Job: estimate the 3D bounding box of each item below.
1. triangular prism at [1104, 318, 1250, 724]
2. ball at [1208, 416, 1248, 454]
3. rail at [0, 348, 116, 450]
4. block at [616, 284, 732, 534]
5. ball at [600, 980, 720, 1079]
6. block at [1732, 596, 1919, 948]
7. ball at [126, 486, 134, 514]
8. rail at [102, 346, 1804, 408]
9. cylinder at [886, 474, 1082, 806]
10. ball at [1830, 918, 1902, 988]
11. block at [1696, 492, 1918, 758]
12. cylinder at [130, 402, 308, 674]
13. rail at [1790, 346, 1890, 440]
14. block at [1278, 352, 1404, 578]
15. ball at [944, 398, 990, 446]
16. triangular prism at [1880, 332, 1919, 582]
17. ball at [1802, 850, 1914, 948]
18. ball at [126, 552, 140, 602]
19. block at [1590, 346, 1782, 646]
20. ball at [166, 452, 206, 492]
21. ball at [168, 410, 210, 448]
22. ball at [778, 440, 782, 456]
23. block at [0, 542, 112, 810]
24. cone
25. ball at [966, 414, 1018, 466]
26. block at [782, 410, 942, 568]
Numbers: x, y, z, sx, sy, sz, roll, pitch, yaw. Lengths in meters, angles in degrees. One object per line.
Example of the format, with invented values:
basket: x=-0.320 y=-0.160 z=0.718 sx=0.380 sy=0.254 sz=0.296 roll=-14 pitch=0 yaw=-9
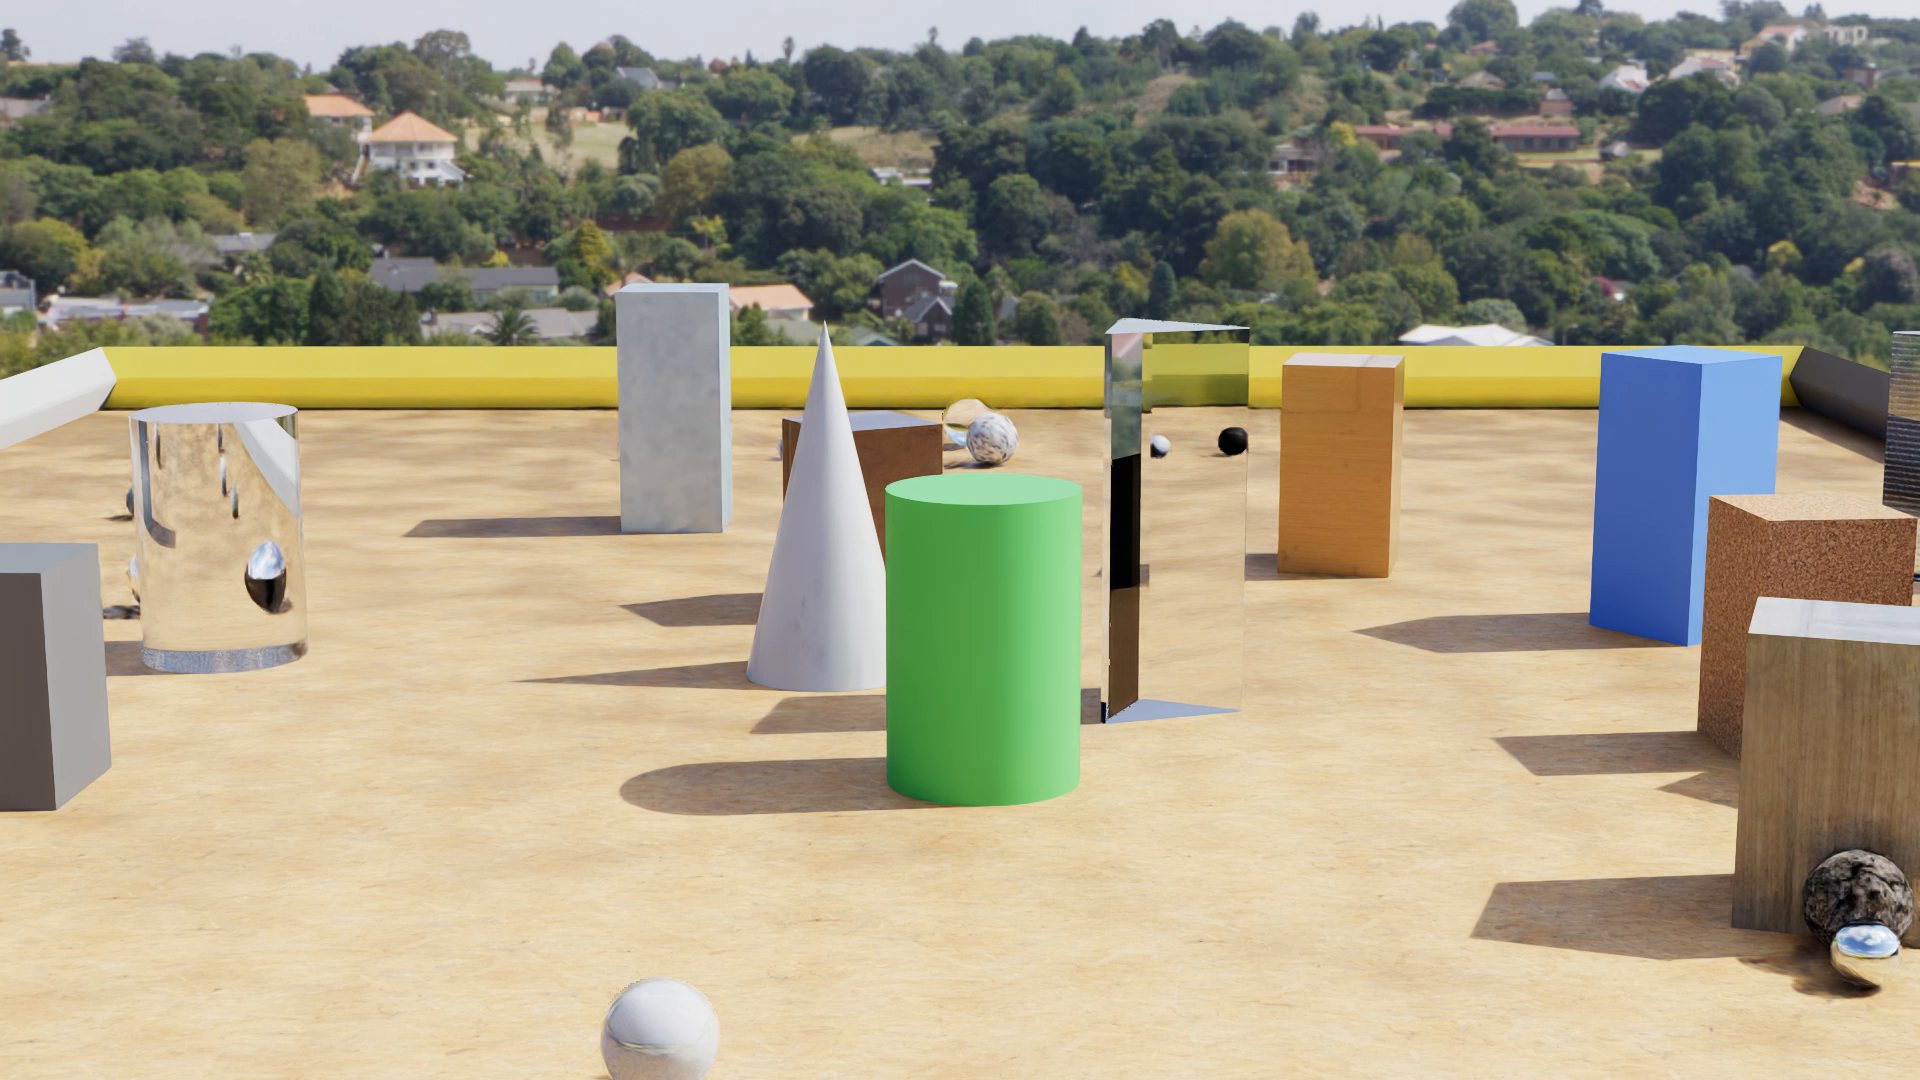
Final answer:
triangular prism: x=0.217 y=-0.028 z=2.937 sx=0.173 sy=0.438 sz=0.150 roll=-4 pitch=11 yaw=-20
ball: x=0.508 y=-0.199 z=4.867 sx=0.075 sy=0.075 sz=0.075 roll=0 pitch=10 yaw=0
rail: x=-1.812 y=0.035 z=3.438 sx=0.045 sy=0.130 sz=4.247 roll=0 pitch=10 yaw=0
block: x=-0.454 y=-0.213 z=4.097 sx=0.160 sy=0.380 sz=0.160 roll=0 pitch=10 yaw=1
ball: x=-0.214 y=0.356 z=1.830 sx=0.085 sy=0.085 sz=0.085 roll=0 pitch=10 yaw=0
block: x=0.763 y=0.196 z=2.221 sx=0.160 sy=0.258 sz=0.160 roll=4 pitch=11 yaw=20
ball: x=-1.332 y=-0.065 z=4.187 sx=0.057 sy=0.057 sz=0.057 roll=0 pitch=10 yaw=0
rail: x=-0.012 y=-0.348 z=5.513 sx=3.672 sy=0.130 sz=0.045 roll=0 pitch=10 yaw=0
cylinder: x=0.024 y=0.098 z=2.626 sx=0.200 sy=0.305 sz=0.200 roll=0 pitch=10 yaw=0
ball: x=0.725 y=0.330 z=2.052 sx=0.056 sy=0.056 sz=0.056 roll=0 pitch=10 yaw=0
block: x=0.905 y=0.094 z=2.754 sx=0.160 sy=0.265 sz=0.160 roll=-1 pitch=11 yaw=-6
cylinder: x=-0.918 y=-0.006 z=3.184 sx=0.200 sy=0.306 sz=0.200 roll=0 pitch=10 yaw=0
rail: x=1.812 y=0.032 z=3.459 sx=0.045 sy=0.130 sz=4.247 roll=0 pitch=10 yaw=0
block: x=0.560 y=-0.113 z=3.765 sx=0.160 sy=0.304 sz=0.160 roll=3 pitch=11 yaw=14
ball: x=0.017 y=-0.227 z=4.962 sx=0.094 sy=0.094 sz=0.094 roll=0 pitch=10 yaw=0
triangular prism: x=1.442 y=-0.120 z=3.673 sx=0.150 sy=0.353 sz=0.173 roll=-9 pitch=14 yaw=-41
ball: x=0.740 y=0.300 z=2.115 sx=0.088 sy=0.088 sz=0.088 roll=0 pitch=10 yaw=0
ball: x=-1.074 y=0.049 z=3.463 sx=0.096 sy=0.096 sz=0.096 roll=0 pitch=10 yaw=0
block: x=0.942 y=-0.062 z=3.336 sx=0.160 sy=0.360 sz=0.160 roll=-7 pitch=13 yaw=-35
ball: x=-1.340 y=-0.117 z=4.441 sx=0.067 sy=0.067 sz=0.067 roll=0 pitch=10 yaw=0
ball: x=-1.485 y=-0.214 z=4.944 sx=0.076 sy=0.076 sz=0.076 roll=0 pitch=10 yaw=0
ball: x=-0.321 y=-0.172 z=4.807 sx=0.043 sy=0.043 sz=0.043 roll=0 pitch=10 yaw=0
block: x=-0.974 y=0.135 z=2.600 sx=0.160 sy=0.240 sz=0.160 roll=0 pitch=10 yaw=1
cone: x=-0.160 y=-0.050 z=3.080 sx=0.200 sy=0.430 sz=0.200 roll=0 pitch=10 yaw=0
ball: x=0.059 y=-0.186 z=4.733 sx=0.096 sy=0.096 sz=0.096 roll=0 pitch=10 yaw=0
block: x=-0.133 y=-0.035 z=3.484 sx=0.160 sy=0.255 sz=0.160 roll=-6 pitch=12 yaw=-30
